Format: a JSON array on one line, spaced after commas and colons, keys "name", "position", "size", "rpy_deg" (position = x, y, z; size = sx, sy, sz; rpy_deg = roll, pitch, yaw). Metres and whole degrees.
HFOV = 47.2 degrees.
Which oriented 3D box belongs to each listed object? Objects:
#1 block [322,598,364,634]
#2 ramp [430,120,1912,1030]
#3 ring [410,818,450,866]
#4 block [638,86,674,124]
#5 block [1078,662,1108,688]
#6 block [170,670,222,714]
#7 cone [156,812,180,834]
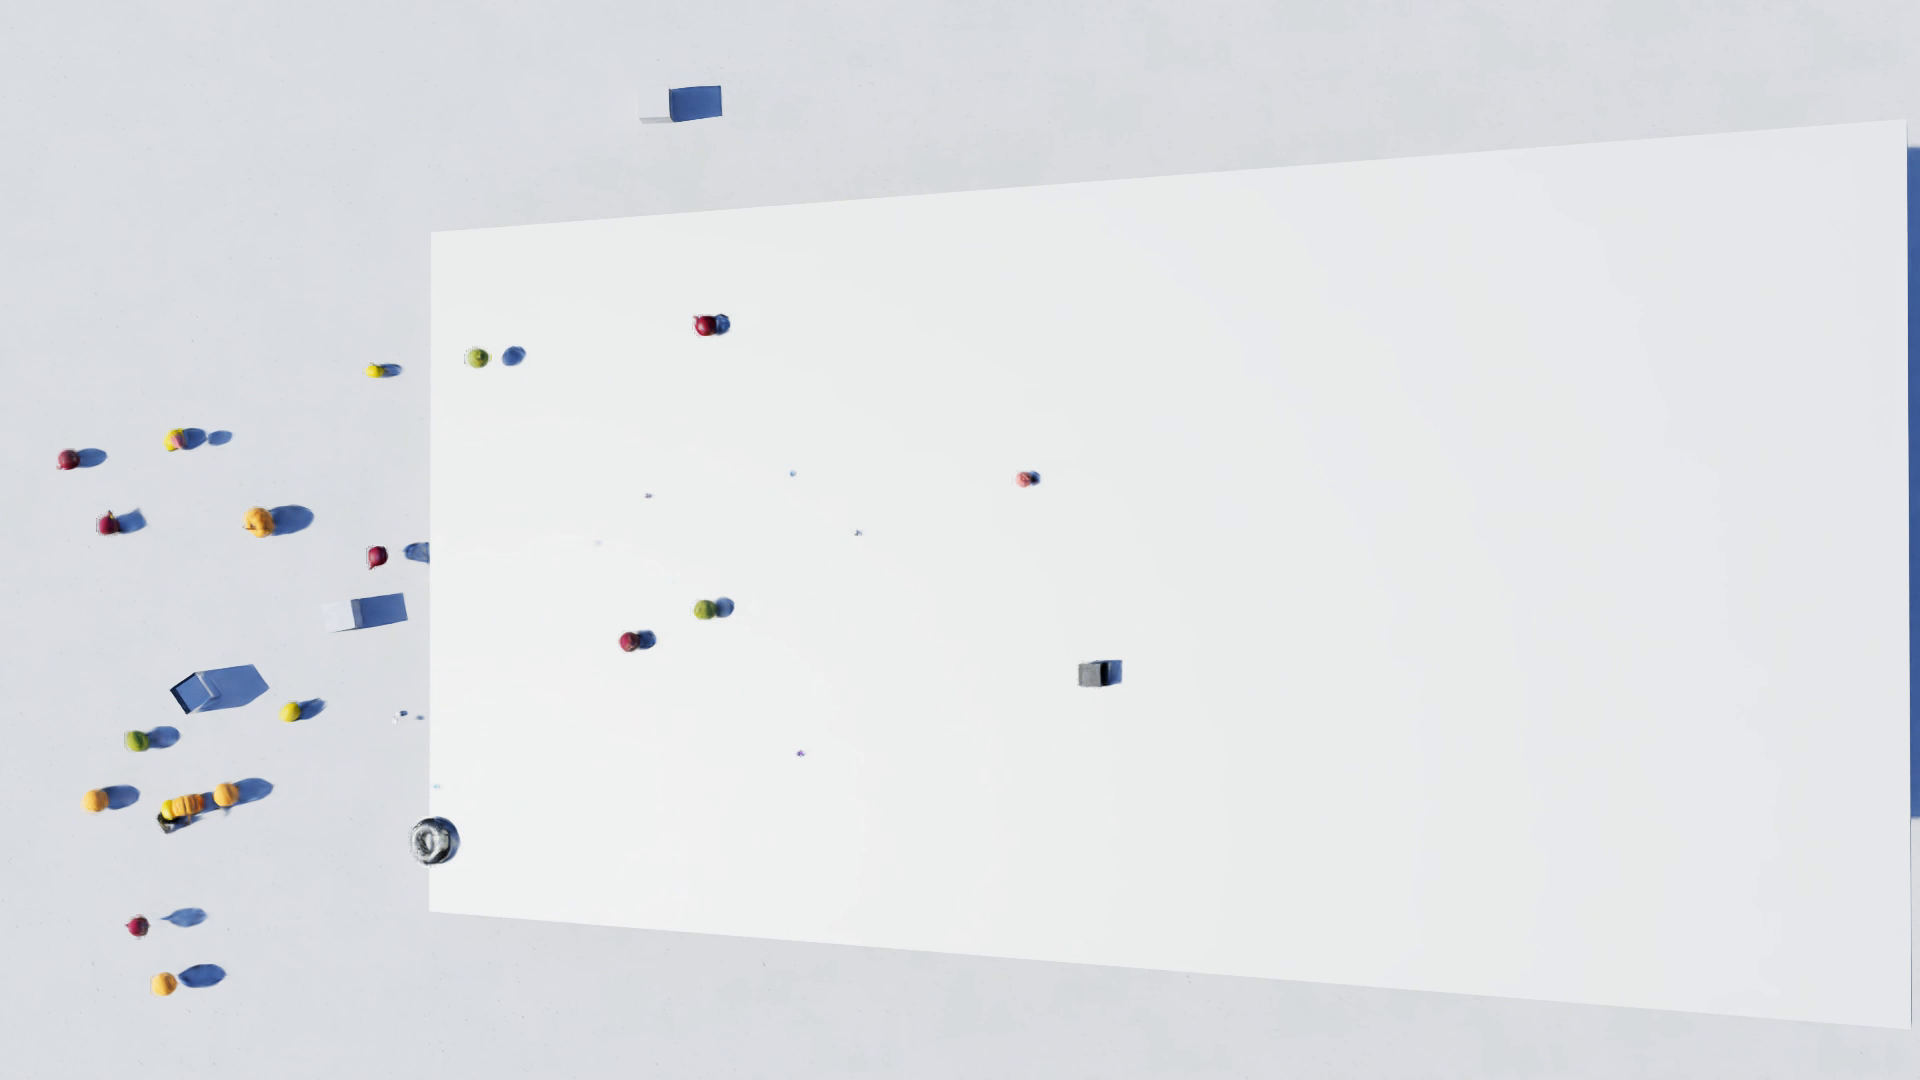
[{"name": "block", "position": [-1.832, 0.225, 6.525], "size": [0.085, 0.085, 0.085], "rpy_deg": [-12, 89, 0]}, {"name": "ramp", "position": [0.283, 0.083, 5.700], "size": [4.000, 0.100, 2.000], "rpy_deg": [0, 89, 24]}, {"name": "ring", "position": [-1.551, 0.884, 6.439], "size": [0.139, 0.046, 0.139], "rpy_deg": [-1, 88, 26]}, {"name": "block", "position": [-0.905, -1.294, 6.539], "size": [0.092, 0.092, 0.092], "rpy_deg": [-2, 89, 0]}, {"name": "block", "position": [0.337, 0.342, 5.585], "size": [0.059, 0.059, 0.059], "rpy_deg": [0, 89, 24]}, {"name": "block", "position": [-2.265, 0.452, 6.519], "size": [0.091, 0.091, 0.091], "rpy_deg": [-35, 89, 0]}, {"name": "cone", "position": [-2.360, 0.854, 6.545], "size": [0.065, 0.065, 0.065], "rpy_deg": [16, 116, 0]}]
